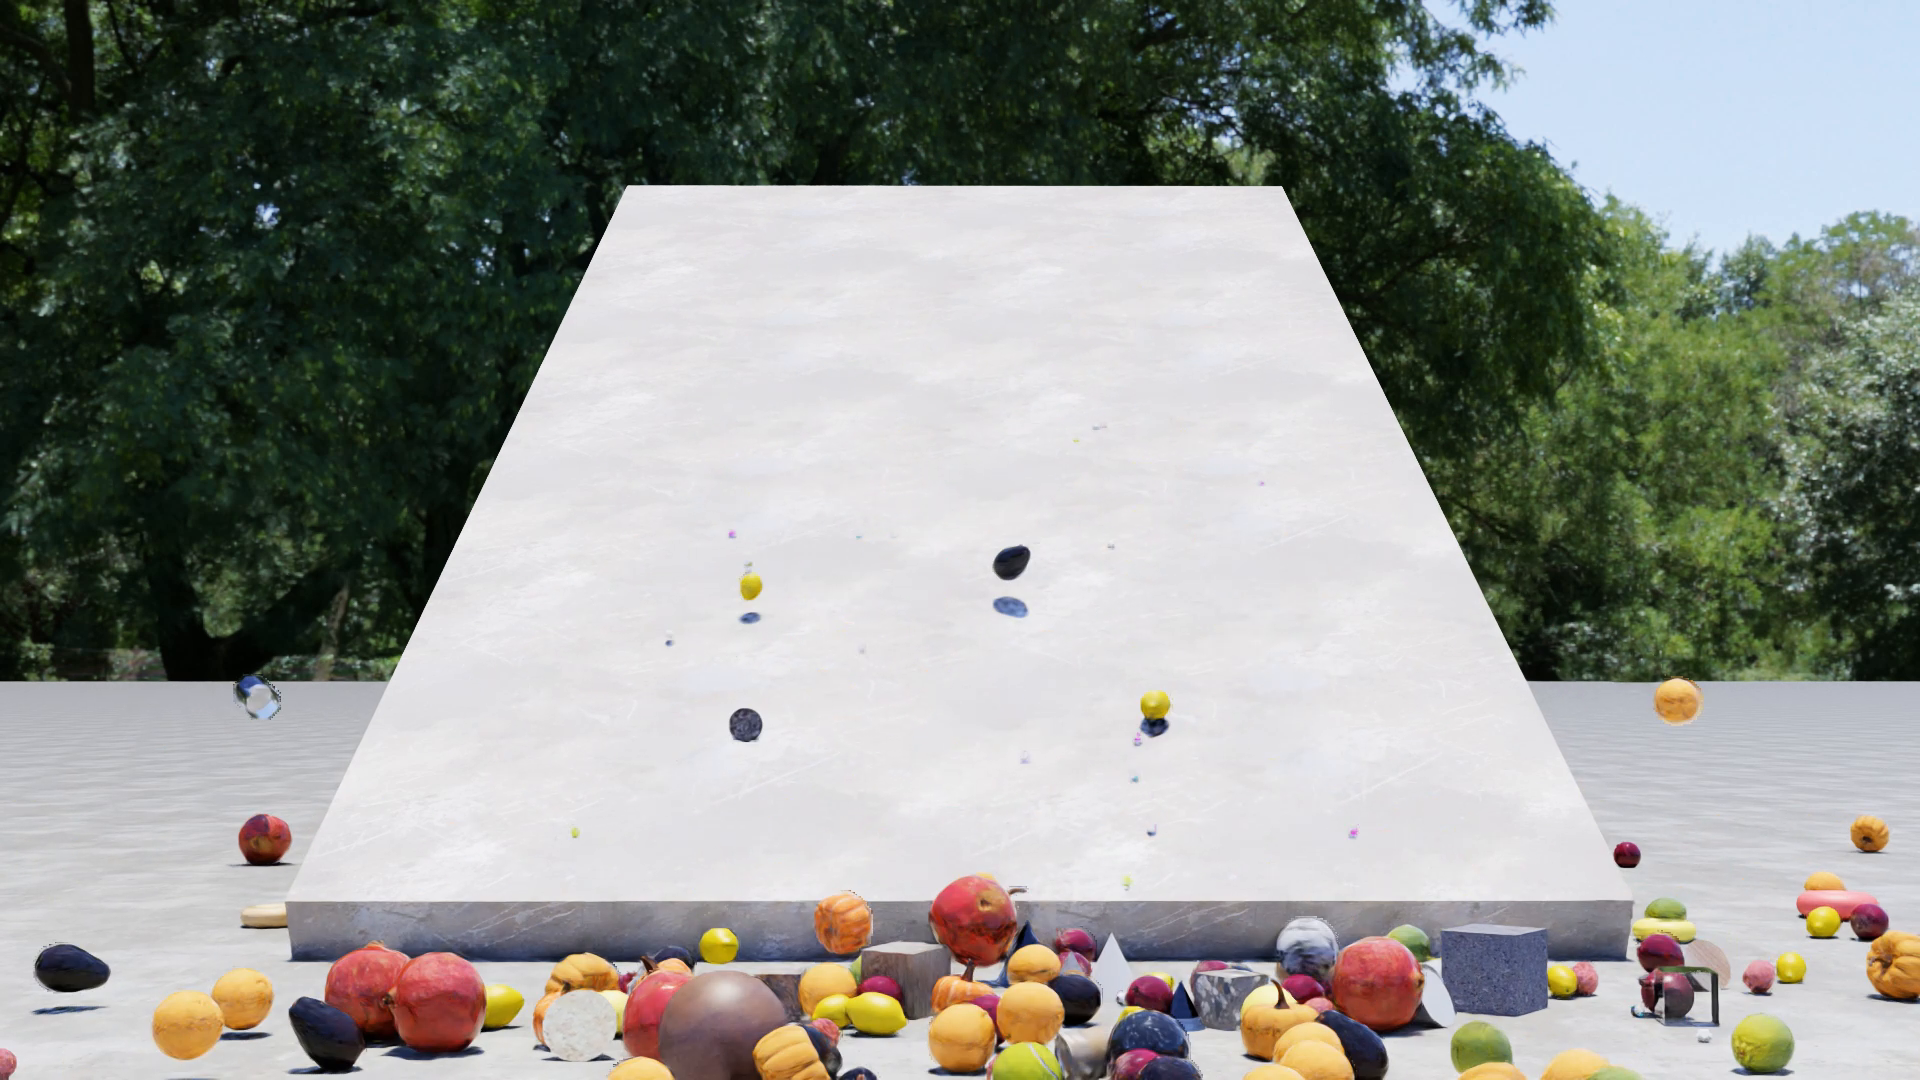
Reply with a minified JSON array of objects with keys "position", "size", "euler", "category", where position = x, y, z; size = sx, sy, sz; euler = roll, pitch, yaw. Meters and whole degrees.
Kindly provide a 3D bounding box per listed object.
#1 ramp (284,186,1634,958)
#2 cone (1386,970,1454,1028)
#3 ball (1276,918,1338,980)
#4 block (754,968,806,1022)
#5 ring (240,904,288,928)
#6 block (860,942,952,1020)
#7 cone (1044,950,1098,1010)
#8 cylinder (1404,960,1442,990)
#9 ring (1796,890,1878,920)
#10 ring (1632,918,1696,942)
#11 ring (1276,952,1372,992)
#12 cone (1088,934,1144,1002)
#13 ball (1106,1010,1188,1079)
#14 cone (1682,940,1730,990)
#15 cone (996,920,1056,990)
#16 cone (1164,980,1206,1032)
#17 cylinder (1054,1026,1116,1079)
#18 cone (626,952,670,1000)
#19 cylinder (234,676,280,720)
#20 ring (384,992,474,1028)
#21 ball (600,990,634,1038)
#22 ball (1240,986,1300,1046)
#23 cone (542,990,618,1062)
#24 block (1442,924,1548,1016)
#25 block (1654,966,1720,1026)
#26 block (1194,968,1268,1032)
[{"position":[-0.008,-0.228,5.293],"size":[2.000,0.100,4.000],"euler":[0,24,0],"category":"ramp"},{"position":[0.548,0.571,2.828],"size":[0.075,0.075,0.075],"euler":[-33,-21,30],"category":"cone"},{"position":[0.430,0.506,2.876],"size":[0.076,0.076,0.076],"euler":[0,-3,0],"category":"ball"},{"position":[-0.222,0.562,2.871],"size":[0.058,0.058,0.058],"euler":[0,-3,3],"category":"block"},{"position":[-1.164,0.635,3.928],"size":[0.101,0.034,0.101],"euler":[-1,-2,0],"category":"ring"},{"position":[-0.067,0.551,2.911],"size":[0.081,0.081,0.081],"euler":[-2,-2,35],"category":"block"},{"position":[0.143,0.561,2.984],"size":[0.071,0.071,0.071],"euler":[0,-3,0],"category":"cone"},{"position":[0.610,0.572,3.008],"size":[0.053,0.053,0.053],"euler":[-2,-4,36],"category":"cylinder"},{"position":[1.533,0.638,4.062],"size":[0.135,0.045,0.135],"euler":[1,-4,0],"category":"ring"},{"position":[1.124,0.624,3.711],"size":[0.098,0.033,0.098],"euler":[0,-5,0],"category":"ring"},{"position":[0.494,0.586,3.157],"size":[0.131,0.044,0.131],"euler":[-1,-3,0],"category":"ring"},{"position":[0.200,0.559,3.055],"size":[0.085,0.085,0.085],"euler":[0,-3,0],"category":"cone"},{"position":[0.190,0.519,2.356],"size":[0.084,0.084,0.084],"euler":[0,-3,0],"category":"ball"},{"position":[0.999,0.592,3.168],"size":[0.072,0.072,0.072],"euler":[1,-30,-20],"category":"cone"},{"position":[0.093,0.563,3.179],"size":[0.089,0.089,0.089],"euler":[0,-3,0],"category":"cone"},{"position":[0.265,0.557,2.790],"size":[0.058,0.058,0.058],"euler":[0,-3,0],"category":"cone"},{"position":[0.133,0.533,2.406],"size":[0.053,0.053,0.053],"euler":[13,-9,-24],"category":"cylinder"},{"position":[-0.411,0.572,3.058],"size":[0.059,0.059,0.059],"euler":[0,-3,0],"category":"cone"},{"position":[-1.578,0.353,5.211],"size":[0.076,0.076,0.076],"euler":[3,16,-39],"category":"cylinder"},{"position":[-0.644,0.570,2.818],"size":[0.107,0.036,0.107],"euler":[1,-5,0],"category":"ring"},{"position":[-0.409,0.554,2.720],"size":[0.055,0.055,0.055],"euler":[0,-3,0],"category":"ball"},{"position":[0.356,0.545,2.665],"size":[0.067,0.067,0.067],"euler":[0,-3,0],"category":"ball"},{"position":[-0.420,0.557,2.602],"size":[0.082,0.082,0.082],"euler":[0,-30,0],"category":"cone"},{"position":[0.680,0.545,2.955],"size":[0.100,0.100,0.100],"euler":[-2,-4,36],"category":"block"},{"position":[0.886,0.557,2.836],"size":[0.064,0.064,0.064],"euler":[0,-3,6],"category":"block"},{"position":[0.328,0.556,2.809],"size":[0.063,0.063,0.063],"euler":[2,-4,-35],"category":"block"}]
